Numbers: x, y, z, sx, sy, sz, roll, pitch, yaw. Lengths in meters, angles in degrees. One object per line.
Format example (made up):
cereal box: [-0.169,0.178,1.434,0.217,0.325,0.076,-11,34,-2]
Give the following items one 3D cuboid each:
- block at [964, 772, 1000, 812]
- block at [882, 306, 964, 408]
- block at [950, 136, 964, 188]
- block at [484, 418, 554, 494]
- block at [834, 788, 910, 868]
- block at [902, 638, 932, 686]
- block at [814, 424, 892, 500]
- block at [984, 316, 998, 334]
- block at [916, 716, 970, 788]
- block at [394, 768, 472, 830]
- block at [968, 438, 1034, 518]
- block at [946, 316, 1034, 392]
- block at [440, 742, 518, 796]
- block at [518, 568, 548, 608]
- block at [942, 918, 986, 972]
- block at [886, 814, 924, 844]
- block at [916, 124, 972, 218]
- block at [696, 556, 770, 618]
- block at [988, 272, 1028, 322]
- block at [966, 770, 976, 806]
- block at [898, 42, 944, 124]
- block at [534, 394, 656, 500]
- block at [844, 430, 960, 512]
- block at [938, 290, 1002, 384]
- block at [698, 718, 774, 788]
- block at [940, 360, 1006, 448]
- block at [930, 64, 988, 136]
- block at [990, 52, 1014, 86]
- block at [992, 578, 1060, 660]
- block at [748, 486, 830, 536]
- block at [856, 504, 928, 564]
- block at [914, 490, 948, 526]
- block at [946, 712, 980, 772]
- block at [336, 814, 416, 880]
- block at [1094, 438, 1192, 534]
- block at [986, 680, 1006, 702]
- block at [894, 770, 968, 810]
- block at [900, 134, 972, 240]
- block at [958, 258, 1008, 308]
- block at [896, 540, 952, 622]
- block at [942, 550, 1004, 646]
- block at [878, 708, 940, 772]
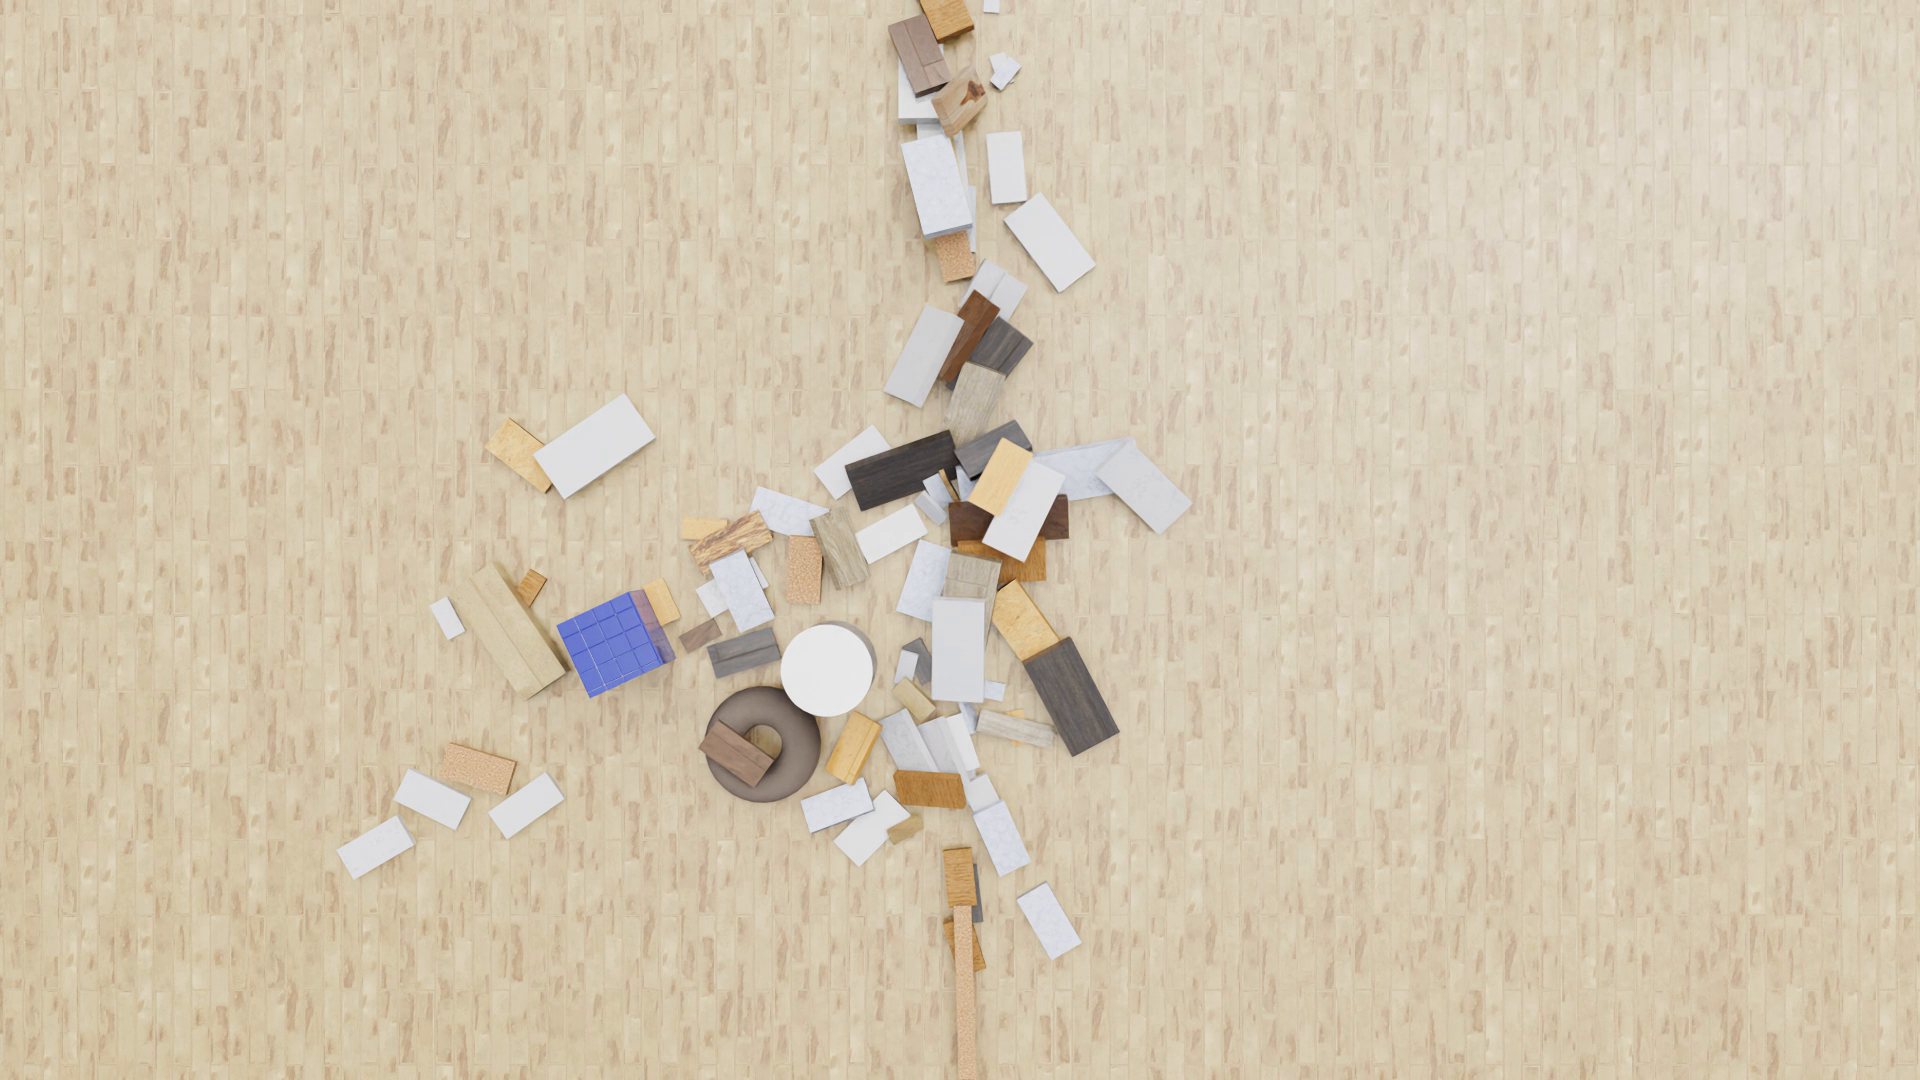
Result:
block: [0.084,0.873,5.465,0.094,0.027,0.187,-27,101,-6]
block: [-0.120,-0.605,5.427,0.045,0.160,0.320,27,90,-44]
block: [-0.068,-1.166,5.372,0.148,0.042,0.295,-10,79,0]
block: [-1.439,-0.281,5.482,0.250,0.035,0.125,38,90,0]
block: [-0.292,0.956,5.483,0.121,0.034,0.242,45,90,0]
block: [-0.129,0.404,5.490,0.072,0.021,0.145,-28,90,0]
block: [-0.350,-0.258,5.482,0.250,0.035,0.125,-38,90,0]
block: [0.077,-0.653,5.462,0.179,0.025,0.090,-37,104,9]
block: [-0.060,0.712,5.437,0.121,0.034,0.242,-26,83,40]
block: [-1.751,0.860,5.484,0.230,0.033,0.115,26,90,0]
block: [0.131,-0.202,5.332,0.116,0.033,0.232,29,91,-3]
block: [0.097,-0.581,5.442,0.145,0.041,0.290,37,103,-5]
block: [-1.601,0.761,5.484,0.230,0.033,0.115,16,90,0]
block: [-1.437,0.168,5.491,0.065,0.018,0.130,32,90,0]
block: [0.015,1.344,5.471,0.094,0.027,0.189,-16,99,2]
block: [-0.181,0.959,5.469,0.116,0.016,0.058,-28,120,-10]
block: [-0.054,-1.226,5.426,0.148,0.042,0.422,-6,79,1]
block: [-0.756,0.158,5.485,0.219,0.031,0.109,-30,90,0]
block: [0.141,-0.786,5.458,0.090,0.025,0.179,28,101,-18]
block: [0.004,0.787,5.487,0.094,0.027,0.187,-2,90,0]
block: [-0.128,-1.517,5.444,0.148,0.042,0.295,0,76,0]
block: [-1.206,-0.308,5.453,0.359,0.051,0.180,-35,90,-7]
block: [-0.182,-0.229,5.440,0.365,0.045,0.160,-19,120,0]
block: [0.009,-0.669,5.405,0.041,0.145,0.290,28,102,-34]
block: [-0.727,0.694,5.359,0.224,0.032,0.112,36,92,-1]
block: [0.036,-0.434,5.438,0.145,0.041,0.290,20,107,0]
block: [0.001,-1.431,5.370,0.037,0.262,0.131,-6,123,35]
block: [0.139,-1.566,5.493,0.052,0.015,0.104,-18,90,0]
block: [0.210,0.283,5.458,0.144,0.041,0.287,-35,93,12]
block: [-0.571,-0.081,5.482,0.250,0.035,0.125,18,90,0]
block: [-0.230,-0.021,5.484,0.223,0.032,0.112,-28,90,0]
block: [-0.095,-0.104,5.473,0.118,0.059,0.017,46,48,0]
block: [-0.007,0.675,5.461,0.094,0.027,0.187,-19,87,-1]
block: [-1.939,1.020,5.484,0.229,0.033,0.115,-30,90,0]
block: [0.604,-0.175,5.424,0.305,0.043,0.153,42,102,-16]
block: [0.089,0.497,5.492,0.117,0.017,0.059,11,90,0]
block: [-0.099,0.819,5.414,0.231,0.033,0.116,0,116,25]
block: [-0.076,-1.142,5.323,0.160,0.045,0.320,-14,79,-1]
block: [0.076,-0.832,5.456,0.090,0.025,0.179,27,102,-19]
block: [-0.113,0.135,5.482,0.125,0.035,0.250,19,90,0]
block: [0.025,0.216,5.425,0.170,0.048,0.340,12,105,6]
block: [-0.174,0.687,5.452,0.121,0.034,0.242,-27,90,34]
